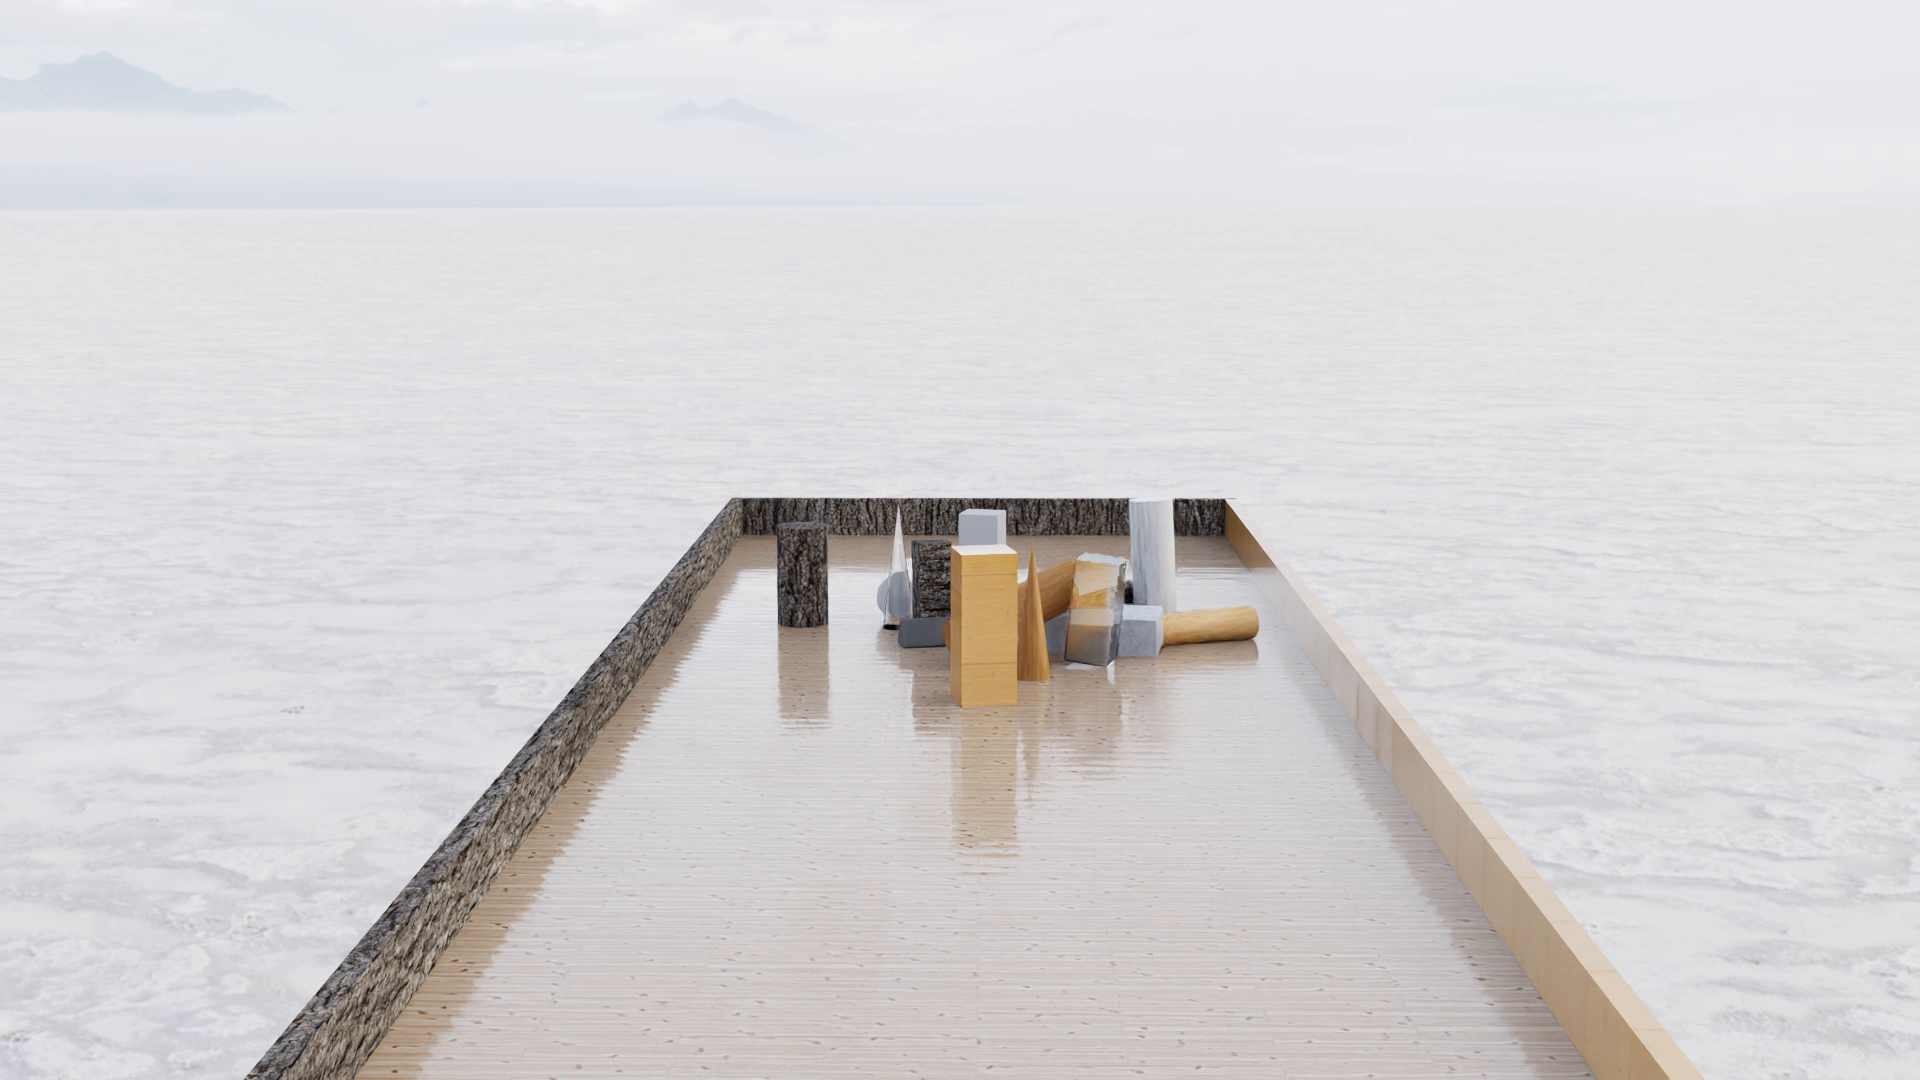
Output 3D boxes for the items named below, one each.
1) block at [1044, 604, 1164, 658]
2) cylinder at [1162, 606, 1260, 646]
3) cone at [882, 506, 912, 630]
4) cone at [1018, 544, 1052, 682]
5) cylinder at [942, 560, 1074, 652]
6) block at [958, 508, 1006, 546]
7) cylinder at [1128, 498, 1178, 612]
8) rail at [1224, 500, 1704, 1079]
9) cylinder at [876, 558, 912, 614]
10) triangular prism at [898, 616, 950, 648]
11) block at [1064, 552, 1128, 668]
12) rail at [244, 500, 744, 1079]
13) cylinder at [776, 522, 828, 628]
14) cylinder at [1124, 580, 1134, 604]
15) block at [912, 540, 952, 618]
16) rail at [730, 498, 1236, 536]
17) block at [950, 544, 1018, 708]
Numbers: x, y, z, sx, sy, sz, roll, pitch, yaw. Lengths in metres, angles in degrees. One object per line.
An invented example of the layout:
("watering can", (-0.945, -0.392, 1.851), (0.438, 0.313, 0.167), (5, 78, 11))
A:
("block", (0.402, 0.274, 6.826), (0.441, 0.121, 0.121), (2, 20, 15))
("cylinder", (0.756, 0.272, 6.962), (0.378, 0.102, 0.102), (-4, 10, -22))
("cone", (-0.199, 0.084, 7.173), (0.107, 0.409, 0.107), (0, 9, 0))
("cone", (0.212, 0.203, 6.435), (0.113, 0.404, 0.113), (0, 9, 0))
("cylinder", (0.169, 0.218, 6.697), (0.450, 0.145, 0.145), (-27, 20, -24))
("block", (0.074, 0.095, 7.208), (0.129, 0.376, 0.129), (2, 9, 13))
("cylinder", (0.634, 0.071, 7.217), (0.143, 0.411, 0.143), (-3, 6, 0))
("rail", (1.046, 0.843, 3.208), (0.050, 0.150, 12.000), (0, 9, 1))
("cylinder", (-0.179, 0.165, 7.483), (0.153, 0.153, 0.357), (1, 9, 8))
("triangular prism", (-0.031, 0.283, 6.943), (0.320, 0.083, 0.096), (-2, 9, -14))
("block", (0.412, 0.210, 6.644), (0.135, 0.312, 0.135), (9, 11, 16))
("rail", (-1.004, 0.839, 3.234), (0.050, 0.150, 12.000), (0, 9, 1))
("cylinder", (-0.519, 0.113, 7.256), (0.169, 0.326, 0.169), (0, 9, 0))
("cylinder", (0.432, 0.226, 7.174), (0.129, 0.129, 0.448), (6, 11, 33))
("block", (-0.089, 0.156, 7.027), (0.105, 0.305, 0.105), (-2, 5, -14))
("rail", (0.099, -0.098, 9.147), (2.100, 0.150, 0.050), (0, 9, 1))
("block", (0.066, 0.238, 6.148), (0.158, 0.426, 0.158), (-2, 9, -11))
